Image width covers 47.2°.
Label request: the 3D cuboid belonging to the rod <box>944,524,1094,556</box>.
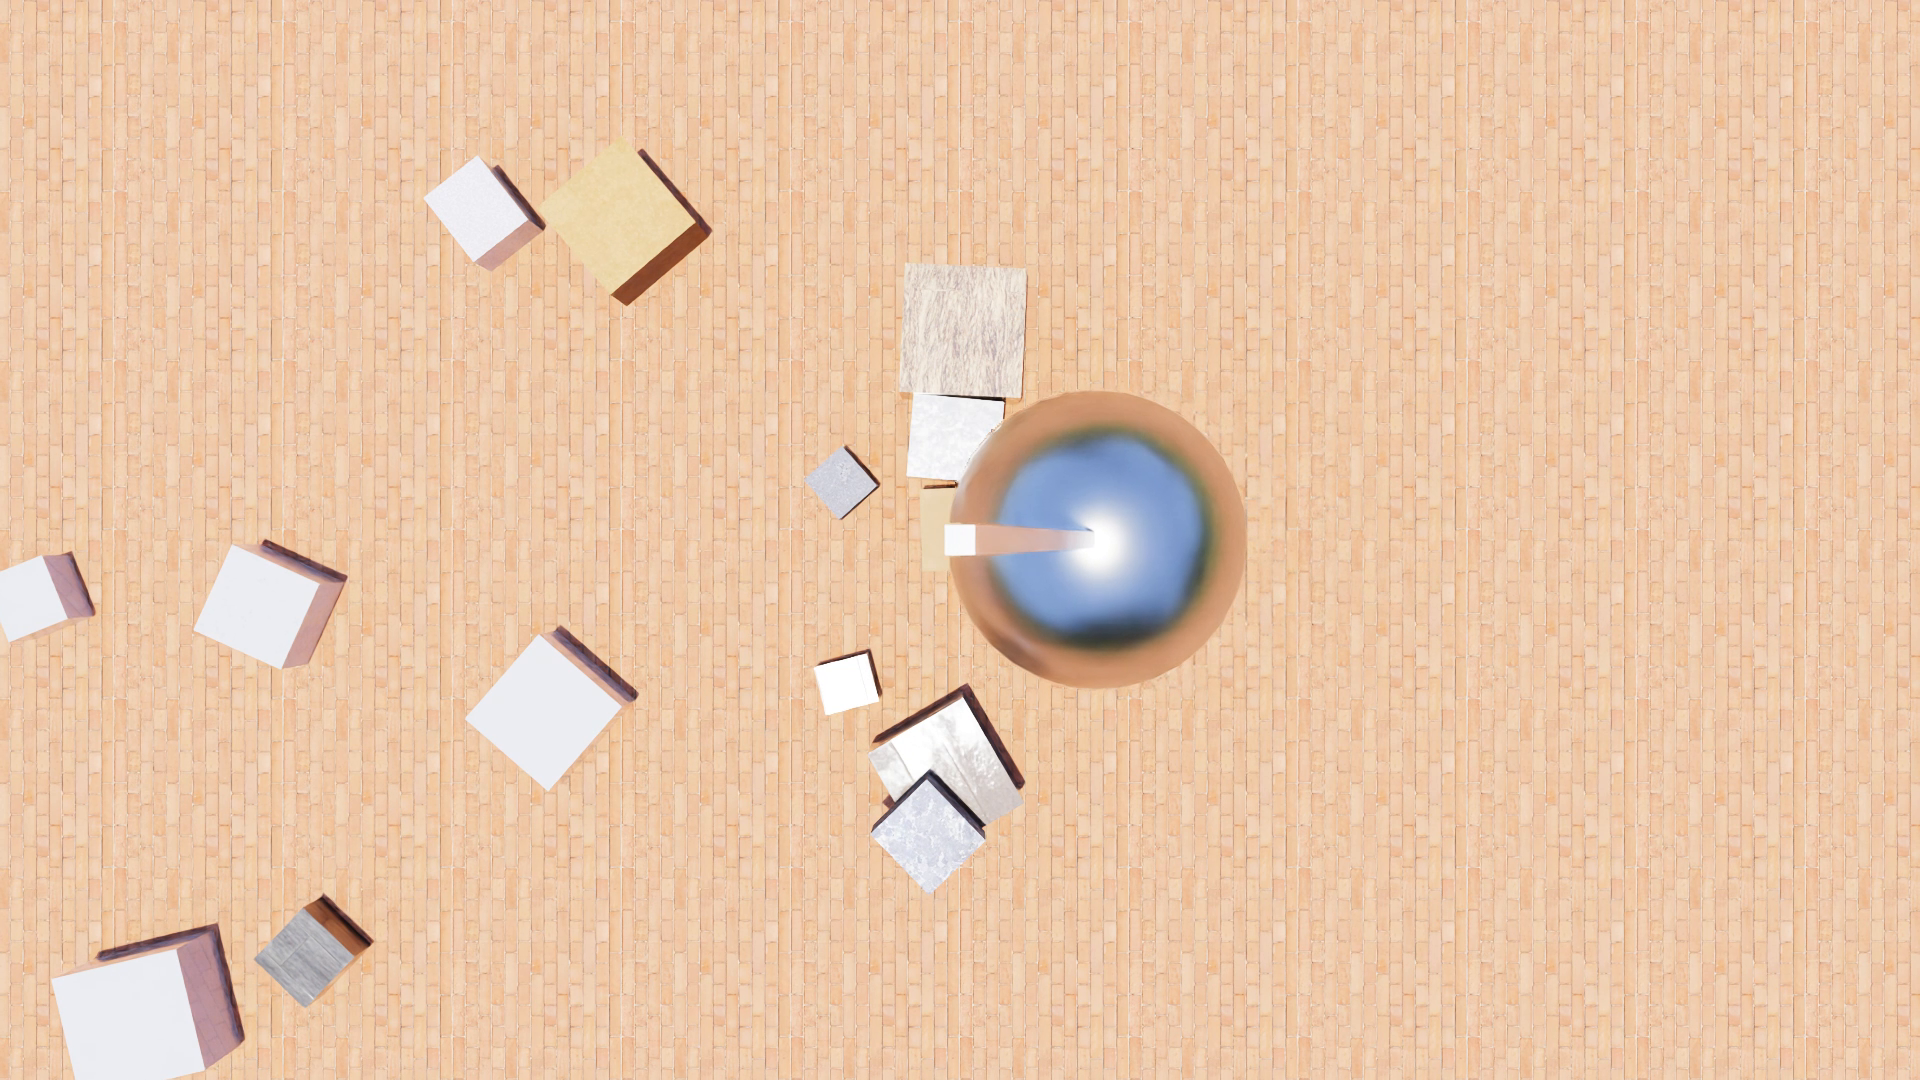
[{"bbox_3d":[0.316,0.000,8.391,0.080,5.200,0.080,0,90,7],"label":"rod"}]

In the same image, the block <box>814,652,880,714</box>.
[{"bbox_3d":[-0.657,0.834,12.850,0.315,0.299,0.279,-15,90,0],"label":"block"}]

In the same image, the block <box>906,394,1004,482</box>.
[{"bbox_3d":[-0.026,-0.573,12.730,0.515,0.540,0.466,5,90,0],"label":"block"}]

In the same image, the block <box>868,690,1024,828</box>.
[{"bbox_3d":[-0.080,1.339,12.665,0.626,0.670,0.683,-30,90,0],"label":"block"}]

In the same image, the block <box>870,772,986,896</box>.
[{"bbox_3d":[-0.174,1.615,12.135,0.427,0.389,0.461,-44,90,0],"label":"block"}]

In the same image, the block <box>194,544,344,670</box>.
[{"bbox_3d":[-3.994,0.380,12.741,0.543,0.517,0.533,24,90,0],"label":"block"}]

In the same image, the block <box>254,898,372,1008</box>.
[{"bbox_3d":[-3.769,2.402,12.816,0.410,0.368,0.412,44,90,0],"label":"block"}]

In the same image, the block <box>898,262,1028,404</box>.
[{"bbox_3d":[0.018,-1.176,12.666,0.686,0.667,0.724,3,90,0],"label":"block"}]

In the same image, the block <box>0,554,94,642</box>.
[{"bbox_3d":[-5.362,0.337,12.808,0.362,0.385,0.393,-22,90,0],"label":"block"}]

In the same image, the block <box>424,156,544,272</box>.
[{"bbox_3d":[-2.761,-1.889,12.768,0.394,0.465,0.464,-38,90,0],"label":"block"}]

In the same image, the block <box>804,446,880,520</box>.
[{"bbox_3d":[-0.689,-0.330,12.837,0.292,0.326,0.307,-42,90,0],"label":"block"}]

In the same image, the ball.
[{"bbox_3d":[0.730,0.000,11.765,1.600,1.600,1.600,0,90,0],"label":"ball"}]

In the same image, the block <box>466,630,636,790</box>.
[{"bbox_3d":[-2.359,0.978,12.725,0.625,0.550,0.635,41,90,0],"label":"block"}]

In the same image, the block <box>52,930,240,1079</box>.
[{"bbox_3d":[-4.683,2.728,12.689,0.721,0.621,0.701,-14,90,0],"label":"block"}]

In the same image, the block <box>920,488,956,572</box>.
[{"bbox_3d":[0.015,-0.062,12.712,0.472,0.576,0.465,-2,90,0],"label":"block"}]

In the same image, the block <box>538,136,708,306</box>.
[{"bbox_3d":[-1.936,-1.829,12.685,0.632,0.630,0.642,-40,90,0],"label":"block"}]
